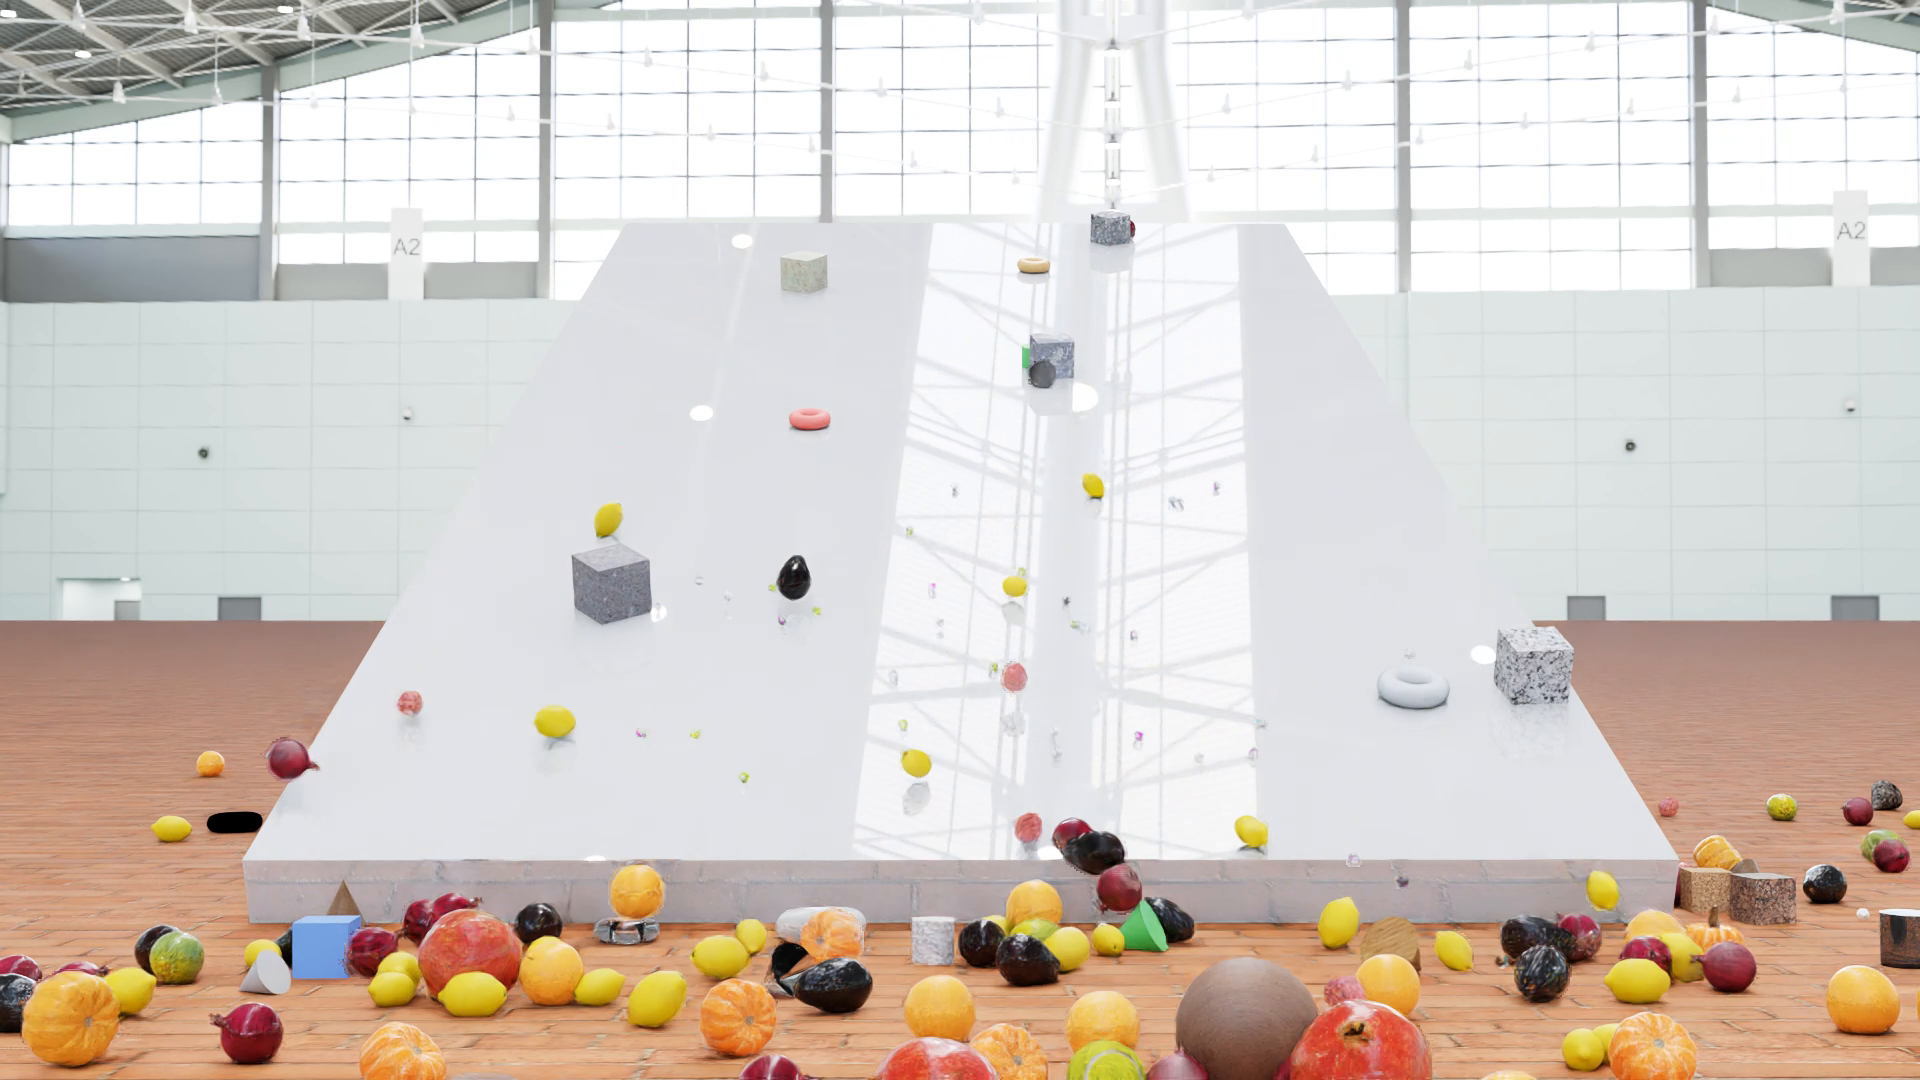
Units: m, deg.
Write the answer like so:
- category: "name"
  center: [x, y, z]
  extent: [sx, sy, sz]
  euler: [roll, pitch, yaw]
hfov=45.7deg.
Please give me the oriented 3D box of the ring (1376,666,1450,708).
- category: "ring"
  center: [0.731, 0.237, 3.670]
  extent: [0.116, 0.039, 0.116]
  euler: [1, 20, 0]

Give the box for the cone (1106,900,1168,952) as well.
- category: "cone"
  center: [0.219, 0.514, 2.947]
  extent: [0.072, 0.072, 0.072]
  euler: [-28, -10, 15]

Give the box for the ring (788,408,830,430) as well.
- category: "ring"
  center: [-0.331, -0.267, 5.017]
  extent: [0.093, 0.031, 0.093]
  euler: [1, 20, 0]

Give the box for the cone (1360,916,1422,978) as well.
- category: "cone"
  center: [0.539, 0.506, 2.752]
  extent: [0.079, 0.079, 0.079]
  euler: [-2, -29, 44]

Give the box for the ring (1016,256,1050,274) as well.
- category: "ring"
  center: [0.206, -0.767, 6.349]
  extent: [0.095, 0.032, 0.095]
  euler: [1, 20, 0]

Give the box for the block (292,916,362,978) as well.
- category: "block"
  center: [-0.764, 0.491, 2.747]
  extent: [0.066, 0.066, 0.066]
  euler: [0, -2, -2]

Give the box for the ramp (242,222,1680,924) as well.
- category: "ramp"
  center: [-0.005, -0.212, 5.056]
  extent: [2.000, 0.100, 4.000]
  euler: [0, 21, 0]

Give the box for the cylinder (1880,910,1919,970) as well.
- category: "cylinder"
  center: [1.173, 0.494, 2.816]
  extent: [0.065, 0.065, 0.065]
  euler: [0, -2, 0]

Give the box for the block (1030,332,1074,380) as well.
- category: "block"
  center: [0.217, -0.436, 5.384]
  extent: [0.089, 0.089, 0.089]
  euler: [-3, 21, -9]

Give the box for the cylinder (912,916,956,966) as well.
- category: "cylinder"
  center: [-0.033, 0.500, 2.836]
  extent: [0.054, 0.054, 0.054]
  euler: [0, -2, 0]

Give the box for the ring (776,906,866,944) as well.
- category: "ring"
  center: [-0.185, 0.513, 3.035]
  extent: [0.121, 0.040, 0.121]
  euler: [-1, -3, 0]

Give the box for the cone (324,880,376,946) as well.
- category: "cone"
  center: [-0.817, 0.491, 3.014]
  extent: [0.083, 0.083, 0.083]
  euler: [0, -2, 0]

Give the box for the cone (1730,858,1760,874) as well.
- category: "cone"
  center: [1.222, 0.534, 3.497]
  extent: [0.064, 0.064, 0.064]
  euler: [1, 25, -26]

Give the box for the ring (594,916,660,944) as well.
- category: "ring"
  center: [-0.443, 0.518, 3.023]
  extent: [0.088, 0.029, 0.088]
  euler: [0, -3, 0]

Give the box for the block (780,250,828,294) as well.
- category: "block"
  center: [-0.421, -0.723, 6.144]
  extent: [0.091, 0.091, 0.091]
  euler: [12, 24, 29]

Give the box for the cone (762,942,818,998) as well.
- category: "cone"
  center: [-0.209, 0.504, 2.605]
  extent: [0.067, 0.067, 0.067]
  euler: [2, -29, -46]

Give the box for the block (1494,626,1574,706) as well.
- category: "block"
  center: [0.927, 0.203, 3.680]
  extent: [0.094, 0.094, 0.094]
  euler: [-2, 21, -5]

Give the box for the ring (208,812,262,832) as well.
- category: "ring"
  center: [-1.451, 0.565, 4.553]
  extent: [0.107, 0.036, 0.107]
  euler: [-1, -1, 0]

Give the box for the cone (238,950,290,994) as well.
- category: "cone"
  center: [-0.809, 0.507, 2.614]
  extent: [0.055, 0.055, 0.055]
  euler: [-29, -11, 17]

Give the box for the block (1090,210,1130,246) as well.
- category: "block"
  center: [0.440, -0.913, 6.664]
  extent: [0.082, 0.082, 0.082]
  euler: [-15, 25, -34]

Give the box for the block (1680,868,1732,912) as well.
- category: "block"
  center: [1.095, 0.514, 3.339]
  extent: [0.059, 0.059, 0.059]
  euler: [0, -2, 1]

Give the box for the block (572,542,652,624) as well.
- category: "block"
  center: [-0.612, 0.077, 4.002]
  extent: [0.100, 0.100, 0.100]
  euler: [-15, 25, -34]

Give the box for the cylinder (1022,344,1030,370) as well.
- category: "cylinder"
  center: [0.173, -0.441, 5.452]
  extent: [0.051, 0.051, 0.051]
  euler: [0, 21, 0]

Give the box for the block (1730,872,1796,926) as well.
- category: "block"
  center: [1.135, 0.507, 3.217]
  extent: [0.064, 0.064, 0.064]
  euler: [0, -2, -13]

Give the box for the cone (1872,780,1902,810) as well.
- category: "cone"
  center: [2.035, 0.582, 5.037]
  extent: [0.073, 0.073, 0.073]
  euler: [-31, 17, -34]
